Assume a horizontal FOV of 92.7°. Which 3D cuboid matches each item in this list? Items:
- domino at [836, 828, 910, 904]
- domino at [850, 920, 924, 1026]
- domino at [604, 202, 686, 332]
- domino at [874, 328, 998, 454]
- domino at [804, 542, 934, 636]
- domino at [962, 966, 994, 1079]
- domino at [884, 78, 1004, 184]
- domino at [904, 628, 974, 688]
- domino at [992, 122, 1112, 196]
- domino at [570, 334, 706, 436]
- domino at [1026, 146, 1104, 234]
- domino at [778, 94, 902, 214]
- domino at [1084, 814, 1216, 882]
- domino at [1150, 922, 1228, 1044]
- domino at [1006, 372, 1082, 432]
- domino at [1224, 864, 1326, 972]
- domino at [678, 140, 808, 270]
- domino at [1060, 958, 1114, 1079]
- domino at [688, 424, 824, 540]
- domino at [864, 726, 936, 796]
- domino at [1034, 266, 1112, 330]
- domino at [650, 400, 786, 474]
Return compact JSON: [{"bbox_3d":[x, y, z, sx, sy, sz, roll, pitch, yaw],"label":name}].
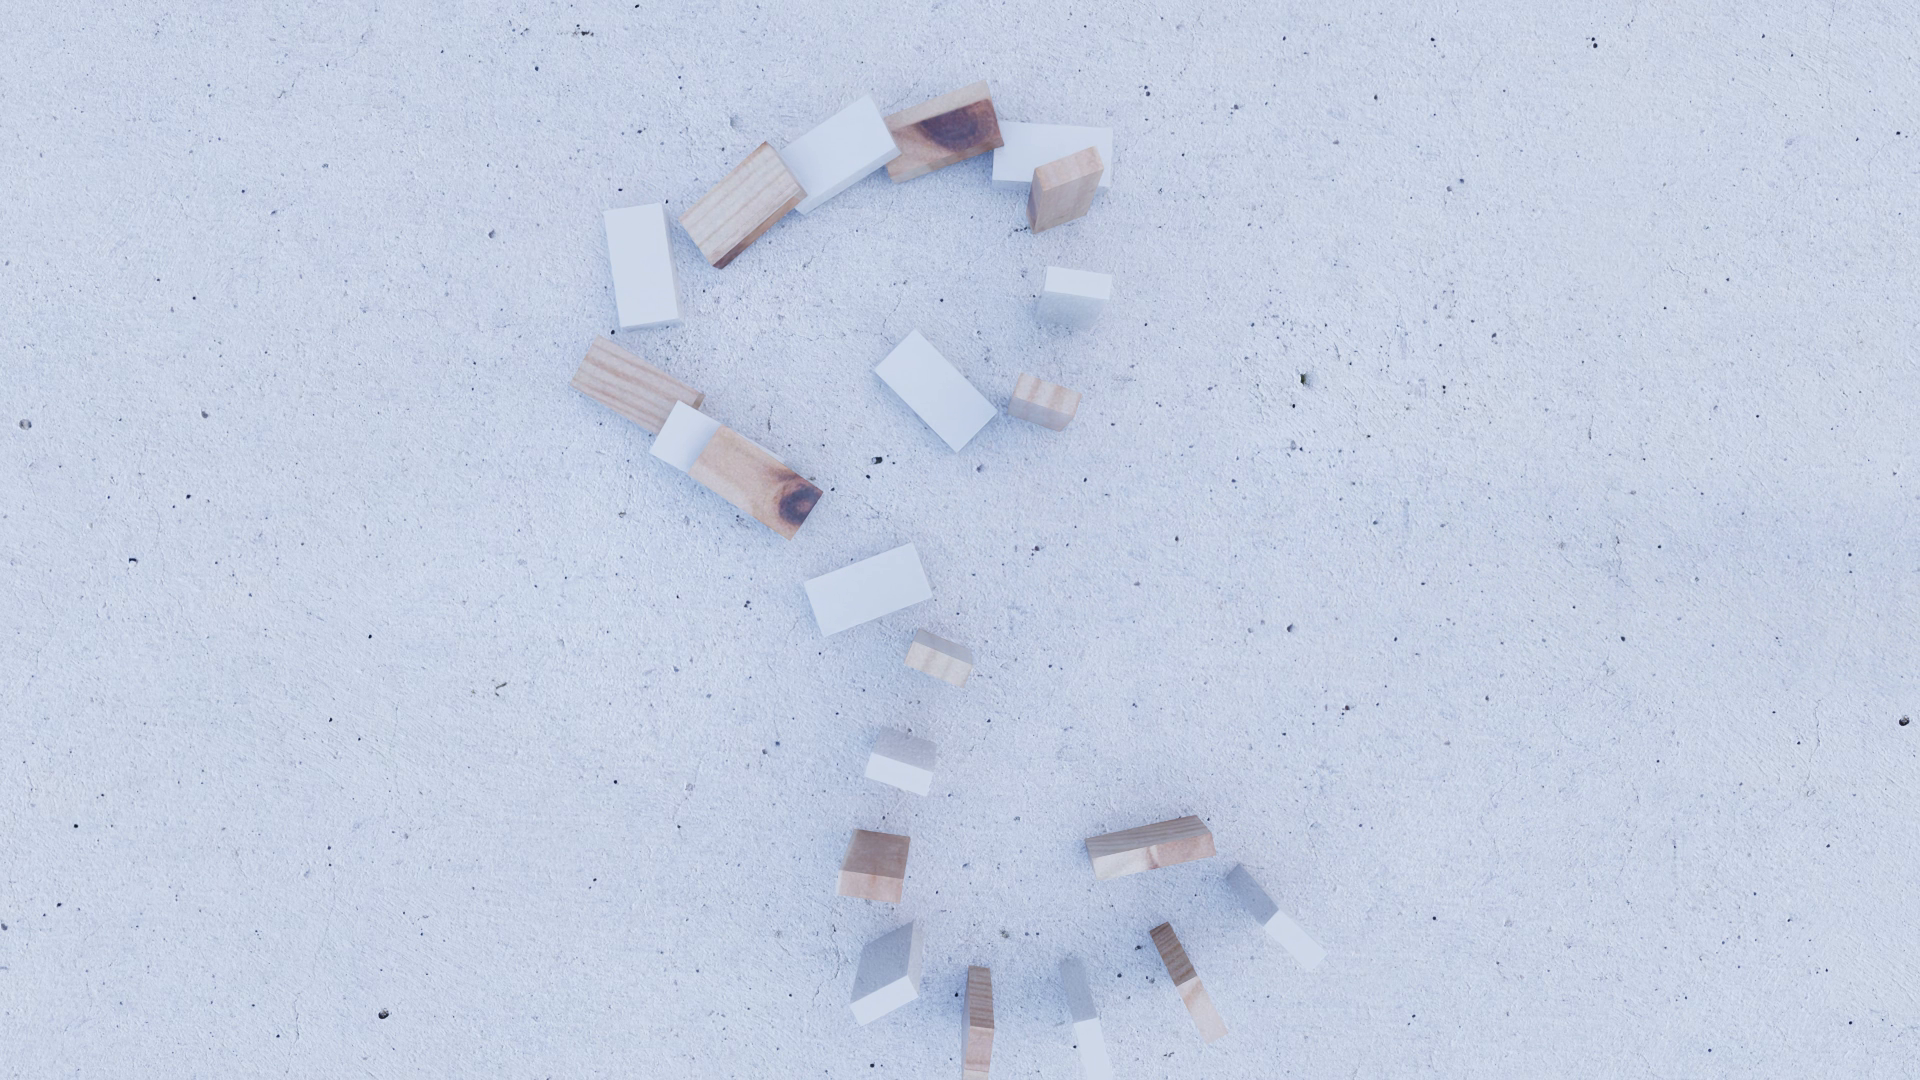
[{"bbox_3d":[-0.035,0.133,0.375,0.025,0.050,0.010,8,90,0],"label":"domino"},{"bbox_3d":[-0.029,0.176,0.375,0.025,0.050,0.009,-27,90,0],"label":"domino"},{"bbox_3d":[-0.136,-0.117,0.395,0.025,0.009,0.050,-8,90,0],"label":"domino"},{"bbox_3d":[-0.010,-0.064,0.395,0.050,0.010,0.025,45,90,0],"label":"domino"},{"bbox_3d":[-0.039,0.021,0.395,0.050,0.009,0.025,-20,90,0],"label":"domino"},{"bbox_3d":[0.007,0.199,0.375,0.009,0.050,0.025,8,90,0],"label":"domino"},{"bbox_3d":[-0.009,-0.173,0.390,0.050,0.009,0.025,-15,90,12],"label":"domino"},{"bbox_3d":[-0.008,0.048,0.375,0.025,0.050,0.009,22,90,0],"label":"domino"},{"bbox_3d":[0.039,-0.165,0.395,0.050,0.009,0.025,4,90,0],"label":"domino"},{"bbox_3d":[-0.139,-0.065,0.395,0.050,0.010,0.025,30,90,0],"label":"domino"},{"bbox_3d":[0.042,-0.142,0.375,0.025,0.050,0.009,-21,90,0],"label":"domino"},{"bbox_3d":[-0.053,-0.164,0.390,0.050,0.010,0.025,-27,90,13],"label":"domino"},{"bbox_3d":[0.080,0.130,0.388,0.050,0.025,0.010,-12,90,0],"label":"domino"},{"bbox_3d":[0.093,0.180,0.375,0.010,0.050,0.025,-28,90,0],"label":"domino"},{"bbox_3d":[0.033,-0.056,0.375,0.025,0.050,0.009,19,90,0],"label":"domino"},{"bbox_3d":[0.128,0.153,0.375,0.025,0.050,0.010,43,90,0],"label":"domino"},{"bbox_3d":[-0.092,-0.142,0.390,0.050,0.010,0.025,-36,90,13],"label":"domino"},{"bbox_3d":[0.051,0.196,0.375,0.010,0.050,0.025,-14,90,0],"label":"domino"},{"bbox_3d":[-0.085,-0.024,0.385,0.050,0.009,0.025,34,89,-12],"label":"domino"},{"bbox_3d":[-0.023,0.090,0.375,0.025,0.050,0.009,18,90,0],"label":"domino"},{"bbox_3d":[0.045,-0.098,0.375,0.025,0.050,0.009,8,90,0],"label":"domino"},{"bbox_3d":[-0.103,-0.036,0.390,0.050,0.009,0.025,29,90,-12],"label":"domino"}]
